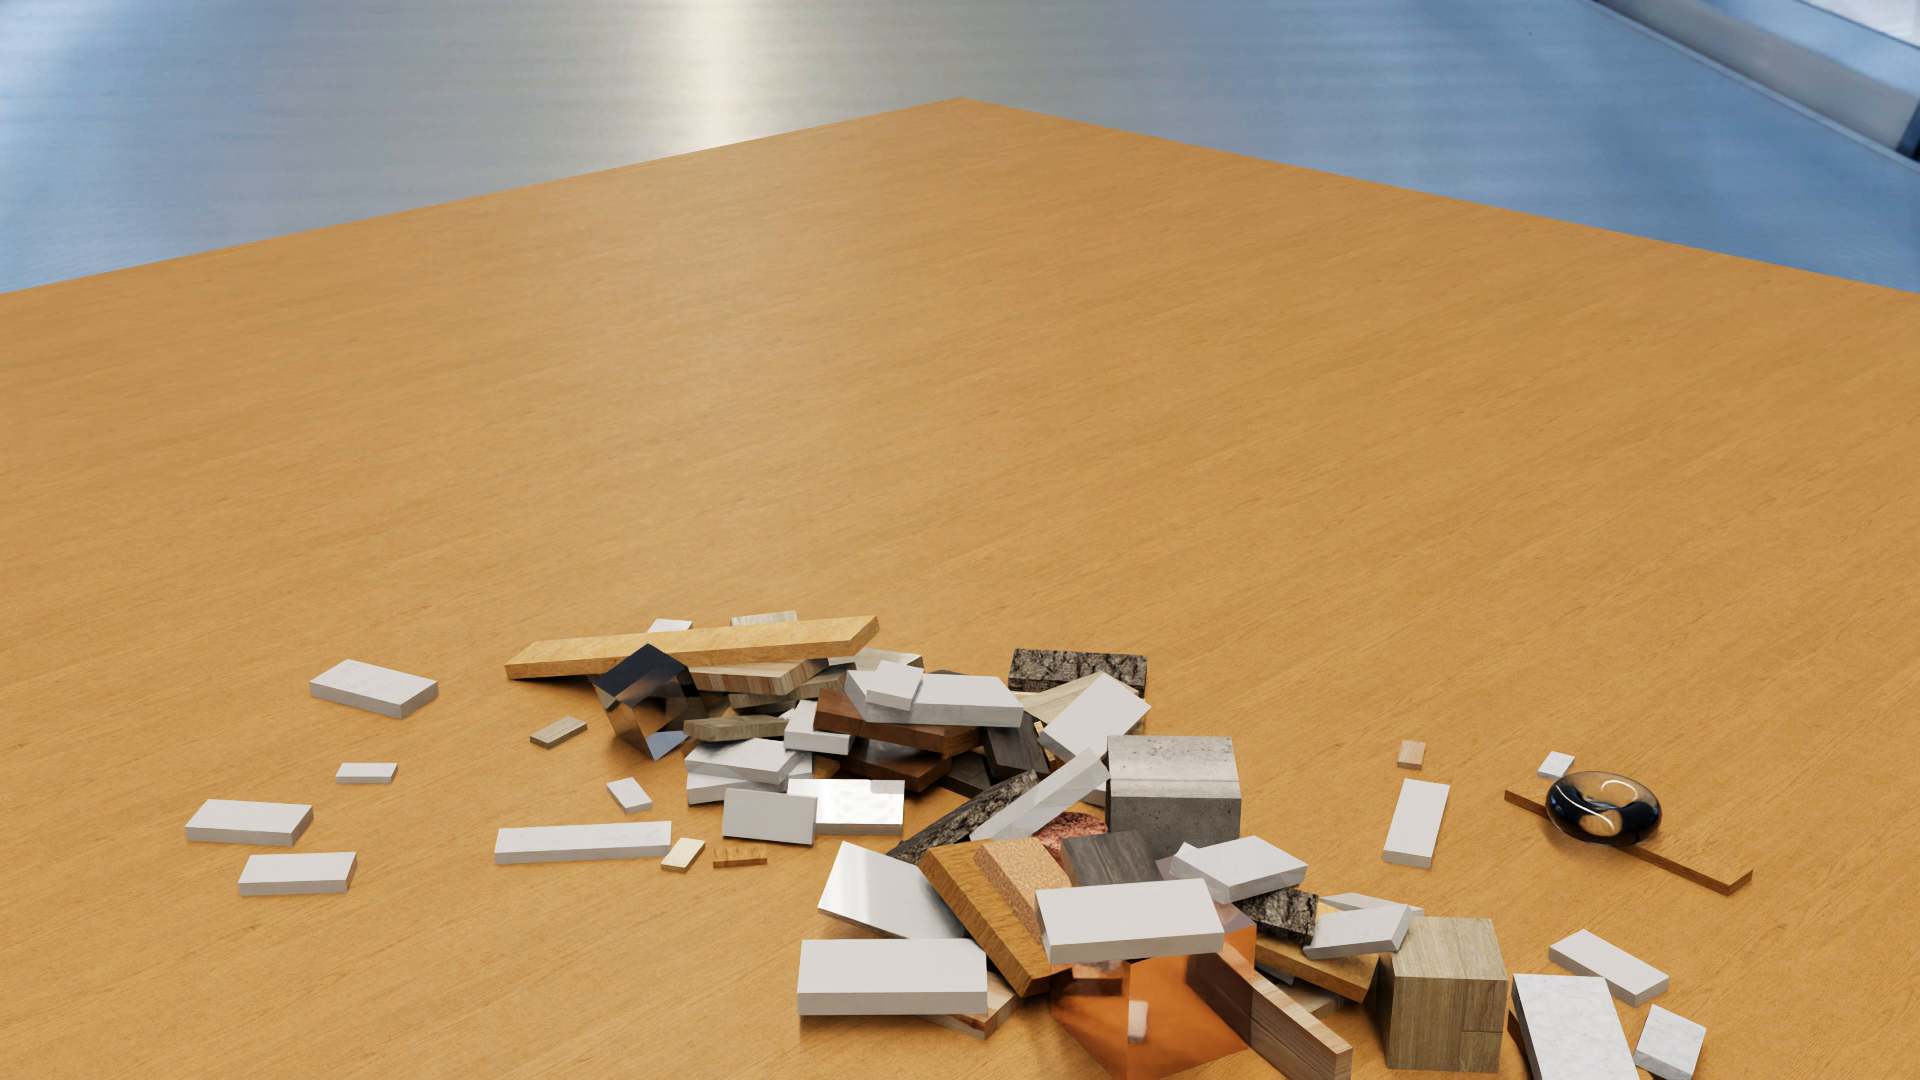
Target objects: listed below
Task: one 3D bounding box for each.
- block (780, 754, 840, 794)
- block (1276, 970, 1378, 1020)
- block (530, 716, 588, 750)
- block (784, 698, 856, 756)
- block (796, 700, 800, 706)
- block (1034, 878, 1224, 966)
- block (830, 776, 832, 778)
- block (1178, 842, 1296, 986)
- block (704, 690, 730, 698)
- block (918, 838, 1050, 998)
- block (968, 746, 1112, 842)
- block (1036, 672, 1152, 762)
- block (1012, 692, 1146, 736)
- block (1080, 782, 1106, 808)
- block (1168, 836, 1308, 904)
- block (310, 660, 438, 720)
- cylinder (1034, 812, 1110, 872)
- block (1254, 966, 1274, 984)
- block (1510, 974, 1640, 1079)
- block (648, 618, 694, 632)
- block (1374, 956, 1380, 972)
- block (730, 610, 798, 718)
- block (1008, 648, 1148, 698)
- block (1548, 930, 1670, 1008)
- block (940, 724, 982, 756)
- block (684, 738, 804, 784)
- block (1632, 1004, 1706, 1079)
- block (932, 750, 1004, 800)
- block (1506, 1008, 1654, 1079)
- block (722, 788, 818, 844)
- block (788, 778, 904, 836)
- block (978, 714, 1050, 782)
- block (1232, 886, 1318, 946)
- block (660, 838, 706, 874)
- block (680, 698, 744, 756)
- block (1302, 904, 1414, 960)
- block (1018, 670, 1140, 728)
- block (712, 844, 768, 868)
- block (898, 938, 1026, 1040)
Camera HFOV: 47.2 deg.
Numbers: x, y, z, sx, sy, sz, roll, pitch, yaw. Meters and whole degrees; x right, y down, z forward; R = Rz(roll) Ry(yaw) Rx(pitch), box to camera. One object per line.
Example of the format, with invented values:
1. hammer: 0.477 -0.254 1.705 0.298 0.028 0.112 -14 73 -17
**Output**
1. block: -0.310 0.488 4.532 0.064 0.018 0.128 12 31 29
2. block: 0.644 0.787 3.873 0.189 0.027 0.095 -18 29 -36
3. block: -0.868 0.417 4.758 0.058 0.016 0.115 16 28 34
4. block: -0.278 0.377 4.588 0.133 0.038 0.266 6 16 5
5. block: -0.291 0.390 4.744 0.149 0.075 0.021 16 20 33
6. block: 0.270 0.611 3.531 0.280 0.040 0.140 -3 29 -8
7. block: -0.341 0.471 4.624 0.075 0.021 0.149 -17 29 -35
8. block: 0.492 0.661 3.907 0.286 0.041 0.143 26 45 16
9. block: -0.578 0.307 5.005 0.177 0.025 0.089 15 27 32
10. block: 0.081 0.669 3.921 0.162 0.046 0.323 -1 39 -45
11. block: 0.149 0.502 4.152 0.286 0.041 0.143 -36 6 -1
12. block: 0.285 0.389 4.647 0.127 0.036 0.254 36 42 15
13. block: 0.248 0.391 4.785 0.304 0.043 0.152 3 23 7
14. block: 0.371 0.486 4.542 0.127 0.036 0.254 8 23 43
15. block: 0.483 0.568 3.800 0.121 0.034 0.241 26 19 38
16. block: -1.313 0.333 4.929 0.257 0.036 0.128 11 25 24
17. cylinder: 0.208 0.610 4.141 0.142 0.142 0.142 0 23 0
18. block: 0.448 0.763 3.924 0.105 0.030 0.211 -17 28 -35
19. block: 1.017 0.828 3.643 0.154 0.044 0.308 2 23 4
20. block: -0.696 0.237 5.171 0.089 0.025 0.177 4 23 9
21. block: 0.696 0.728 3.938 0.211 0.030 0.105 1 23 2
22. block: -0.411 0.285 4.902 0.149 0.042 0.298 -6 45 -15
23. block: 0.268 0.306 4.984 0.304 0.043 0.152 3 23 7
24. block: 1.158 0.764 3.927 0.095 0.027 0.189 -16 28 -33
25. block: -0.097 0.396 4.708 0.304 0.043 0.152 11 15 36
26. block: -0.442 0.447 4.509 0.219 0.031 0.109 4 28 24
27. block: 1.185 0.844 3.675 0.095 0.027 0.189 23 21 19
28. block: 0.039 0.492 4.559 0.230 0.033 0.115 18 29 35
29. block: 1.041 0.876 3.641 0.154 0.044 0.308 -4 23 -9
30. block: -0.376 0.546 4.352 0.184 0.092 0.026 4 0 10
31. block: -0.230 0.535 4.412 0.234 0.033 0.117 1 41 1
32. block: 0.108 0.427 4.575 0.115 0.033 0.230 12 25 -15
33. block: 0.522 0.632 3.797 0.184 0.026 0.092 15 43 4
34. block: -0.540 0.616 4.291 0.051 0.015 0.103 7 24 15
35. block: -0.521 0.392 4.727 0.101 0.029 0.202 -34 10 25
36. block: 0.678 0.668 3.745 0.177 0.025 0.089 -16 24 40
37. block: 0.250 0.356 4.764 0.254 0.036 0.127 -17 28 -34
38. block: -0.430 0.617 4.289 0.105 0.015 0.053 -3 23 -7
39. block: -0.035 0.787 3.858 0.267 0.038 0.134 14 27 30
